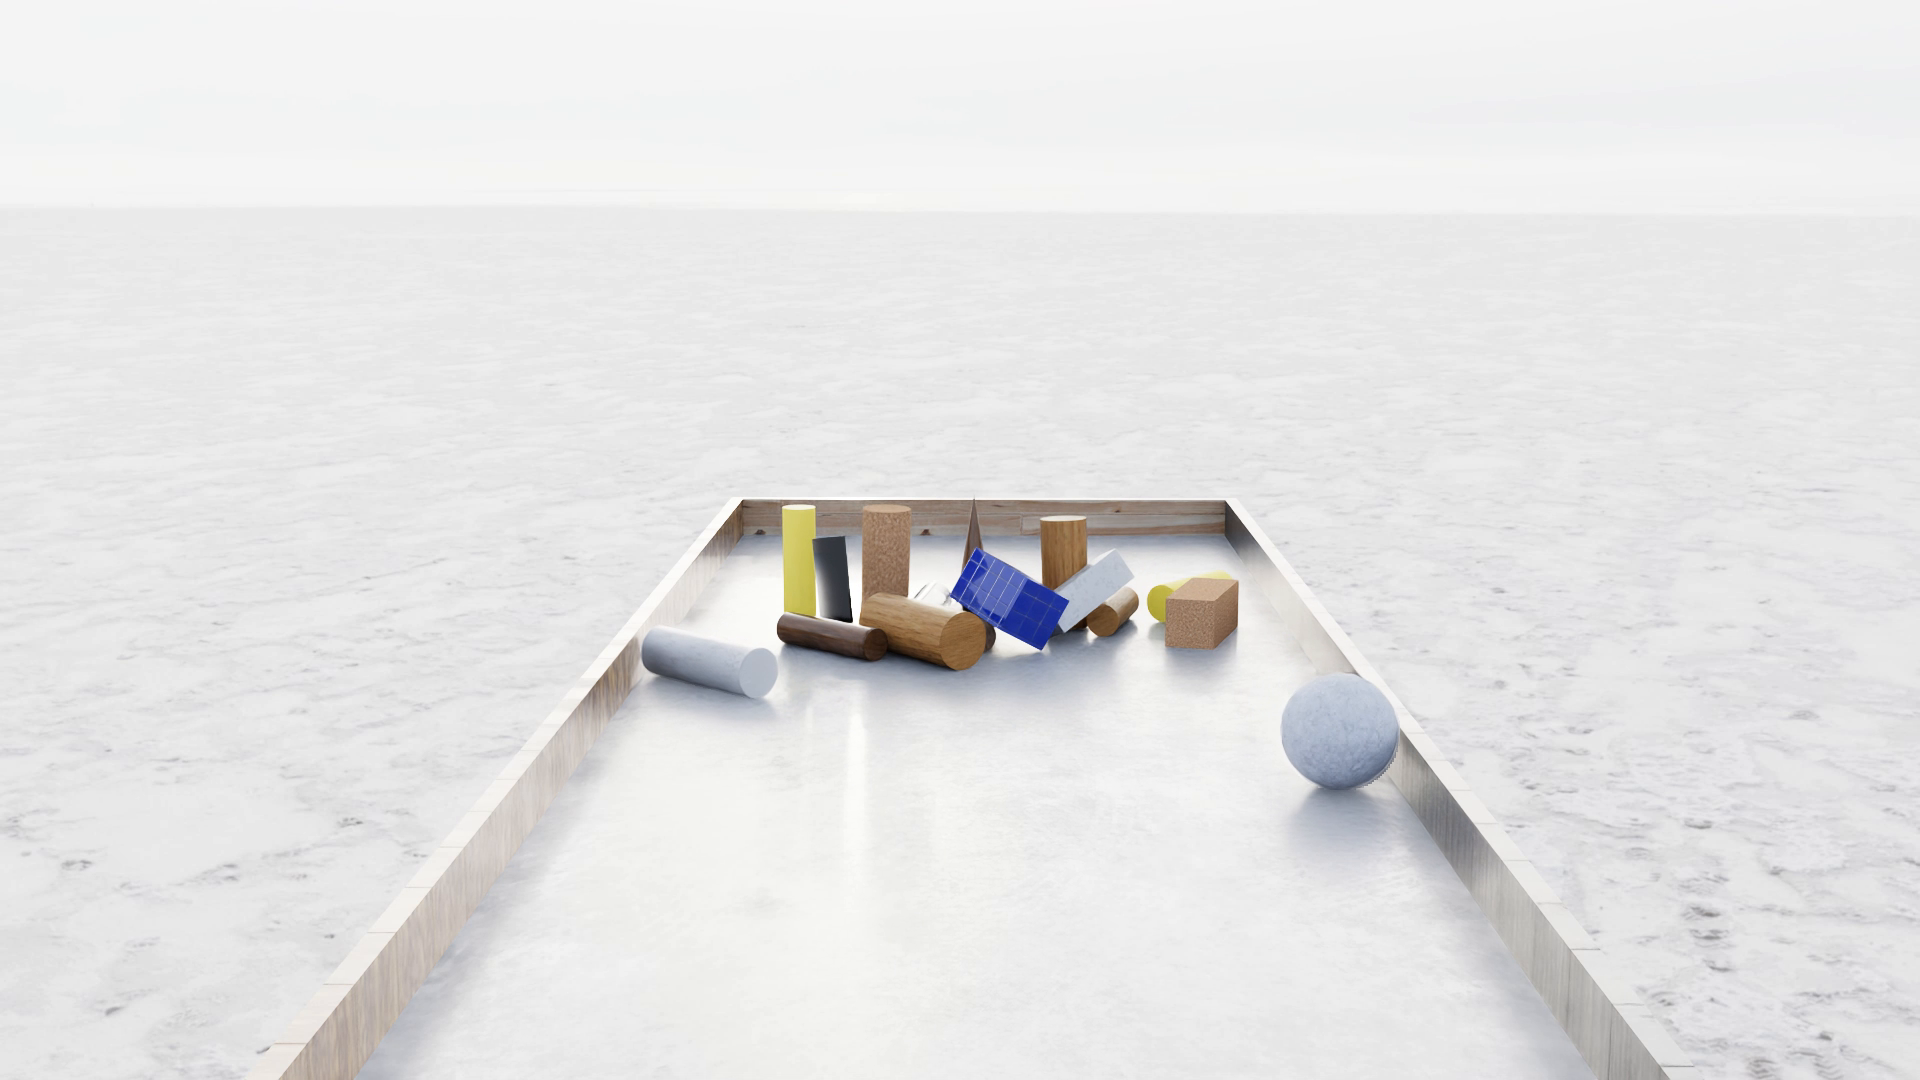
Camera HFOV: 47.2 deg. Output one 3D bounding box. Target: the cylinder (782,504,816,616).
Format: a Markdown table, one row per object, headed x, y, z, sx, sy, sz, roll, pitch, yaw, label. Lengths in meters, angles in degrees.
| x | y | z | sx | sy | sz | roll | pitch | yaw | label |
| --- | --- | --- | --- | --- | --- | --- | --- | --- | --- |
| -0.526 | 0.087 | 7.209 | 0.108 | 0.392 | 0.108 | 0 | 9 | 0 | cylinder |

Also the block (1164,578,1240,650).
| x | y | z | sx | sy | sz | roll | pitch | yaw | label |
| --- | --- | --- | --- | --- | --- | --- | --- | --- | --- |
| 0.778 | 0.232 | 7.049 | 0.154 | 0.154 | 0.399 | 3 | 9 | 18 | block |

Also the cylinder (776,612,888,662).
| x | y | z | sx | sy | sz | roll | pitch | yaw | label |
| --- | --- | --- | --- | --- | --- | --- | --- | --- | --- |
| -0.399 | 0.297 | 6.811 | 0.395 | 0.101 | 0.101 | 8 | 12 | 43 | cylinder |

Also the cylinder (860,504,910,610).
| x | y | z | sx | sy | sz | roll | pitch | yaw | label |
| --- | --- | --- | --- | --- | --- | --- | --- | --- | --- |
| -0.243 | 0.090 | 7.174 | 0.156 | 0.391 | 0.156 | 2 | 11 | 0 | cylinder |

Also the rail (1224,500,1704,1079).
| x | y | z | sx | sy | sz | roll | pitch | yaw | label |
| --- | --- | --- | --- | --- | --- | --- | --- | --- | --- |
| 1.046 | 0.843 | 3.208 | 0.050 | 0.150 | 12.000 | 0 | 9 | 1 | rail |

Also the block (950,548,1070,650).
| x | y | z | sx | sy | sz | roll | pitch | yaw | label |
| --- | --- | --- | --- | --- | --- | --- | --- | --- | --- |
| 0.152 | 0.184 | 6.916 | 0.180 | 0.180 | 0.335 | 28 | 2 | -33 | block |

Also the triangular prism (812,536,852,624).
| x | y | z | sx | sy | sz | roll | pitch | yaw | label |
| --- | --- | --- | --- | --- | --- | --- | --- | --- | --- |
| -0.380 | 0.151 | 7.007 | 0.119 | 0.324 | 0.103 | -5 | 1 | 27 | triangular prism |

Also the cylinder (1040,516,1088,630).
| x | y | z | sx | sy | sz | roll | pitch | yaw | label |
| --- | --- | --- | --- | --- | --- | --- | --- | --- | --- |
| 0.342 | 0.106 | 7.181 | 0.151 | 0.355 | 0.151 | -2 | 7 | 0 | cylinder |

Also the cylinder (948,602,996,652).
| x | y | z | sx | sy | sz | roll | pitch | yaw | label |
| --- | --- | --- | --- | --- | --- | --- | --- | --- | --- |
| 0.029 | 0.276 | 6.943 | 0.102 | 0.102 | 0.306 | -2 | 9 | -12 | cylinder |

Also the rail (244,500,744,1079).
| x | y | z | sx | sy | sz | roll | pitch | yaw | label |
| --- | --- | --- | --- | --- | --- | --- | --- | --- | --- |
| -1.004 | 0.839 | 3.234 | 0.050 | 0.150 | 12.000 | 0 | 9 | 1 | rail |

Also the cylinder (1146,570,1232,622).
| x | y | z | sx | sy | sz | roll | pitch | yaw | label |
| --- | --- | --- | --- | --- | --- | --- | --- | --- | --- |
| 0.782 | 0.188 | 7.423 | 0.126 | 0.126 | 0.364 | 7 | 11 | 37 | cylinder |

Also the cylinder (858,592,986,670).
| x | y | z | sx | sy | sz | roll | pitch | yaw | label |
| --- | --- | --- | --- | --- | --- | --- | --- | --- | --- |
| -0.119 | 0.275 | 6.711 | 0.176 | 0.176 | 0.417 | -7 | 11 | -37 | cylinder |

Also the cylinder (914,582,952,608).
| x | y | z | sx | sy | sz | roll | pitch | yaw | label |
| --- | --- | --- | --- | --- | --- | --- | --- | --- | --- |
| -0.109 | 0.228 | 7.187 | 0.119 | 0.119 | 0.361 | 1 | 9 | 8 | cylinder |

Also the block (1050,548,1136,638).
| x | y | z | sx | sy | sz | roll | pitch | yaw | label |
| --- | --- | --- | --- | --- | --- | --- | --- | --- | --- |
| 0.392 | 0.171 | 7.043 | 0.325 | 0.112 | 0.112 | -36 | 5 | -27 | block |

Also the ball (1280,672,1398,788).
| x | y | z | sx | sy | sz | roll | pitch | yaw | label |
| --- | --- | --- | --- | --- | --- | --- | --- | --- | --- |
| 0.905 | 0.455 | 5.252 | 0.278 | 0.278 | 0.278 | 0 | 9 | 0 | ball |

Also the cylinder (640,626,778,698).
| x | y | z | sx | sy | sz | roll | pitch | yaw | label |
| --- | --- | --- | --- | --- | --- | --- | --- | --- | --- |
| -0.726 | 0.349 | 6.343 | 0.449 | 0.145 | 0.145 | 9 | 13 | 44 | cylinder |

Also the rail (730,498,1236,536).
| x | y | z | sx | sy | sz | roll | pitch | yaw | label |
| --- | --- | --- | --- | --- | --- | --- | --- | --- | --- |
| 0.099 | -0.098 | 9.147 | 2.100 | 0.150 | 0.050 | 0 | 9 | 1 | rail |

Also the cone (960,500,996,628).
| x | y | z | sx | sy | sz | roll | pitch | yaw | label |
| --- | --- | --- | --- | --- | --- | --- | --- | --- | --- |
| 0.046 | 0.066 | 7.201 | 0.148 | 0.436 | 0.148 | 0 | 9 | 0 | cone |

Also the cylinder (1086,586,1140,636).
| x | y | z | sx | sy | sz | roll | pitch | yaw | label |
| --- | --- | --- | --- | --- | --- | --- | --- | --- | --- |
| 0.503 | 0.232 | 7.208 | 0.106 | 0.106 | 0.345 | 2 | 9 | 15 | cylinder |
